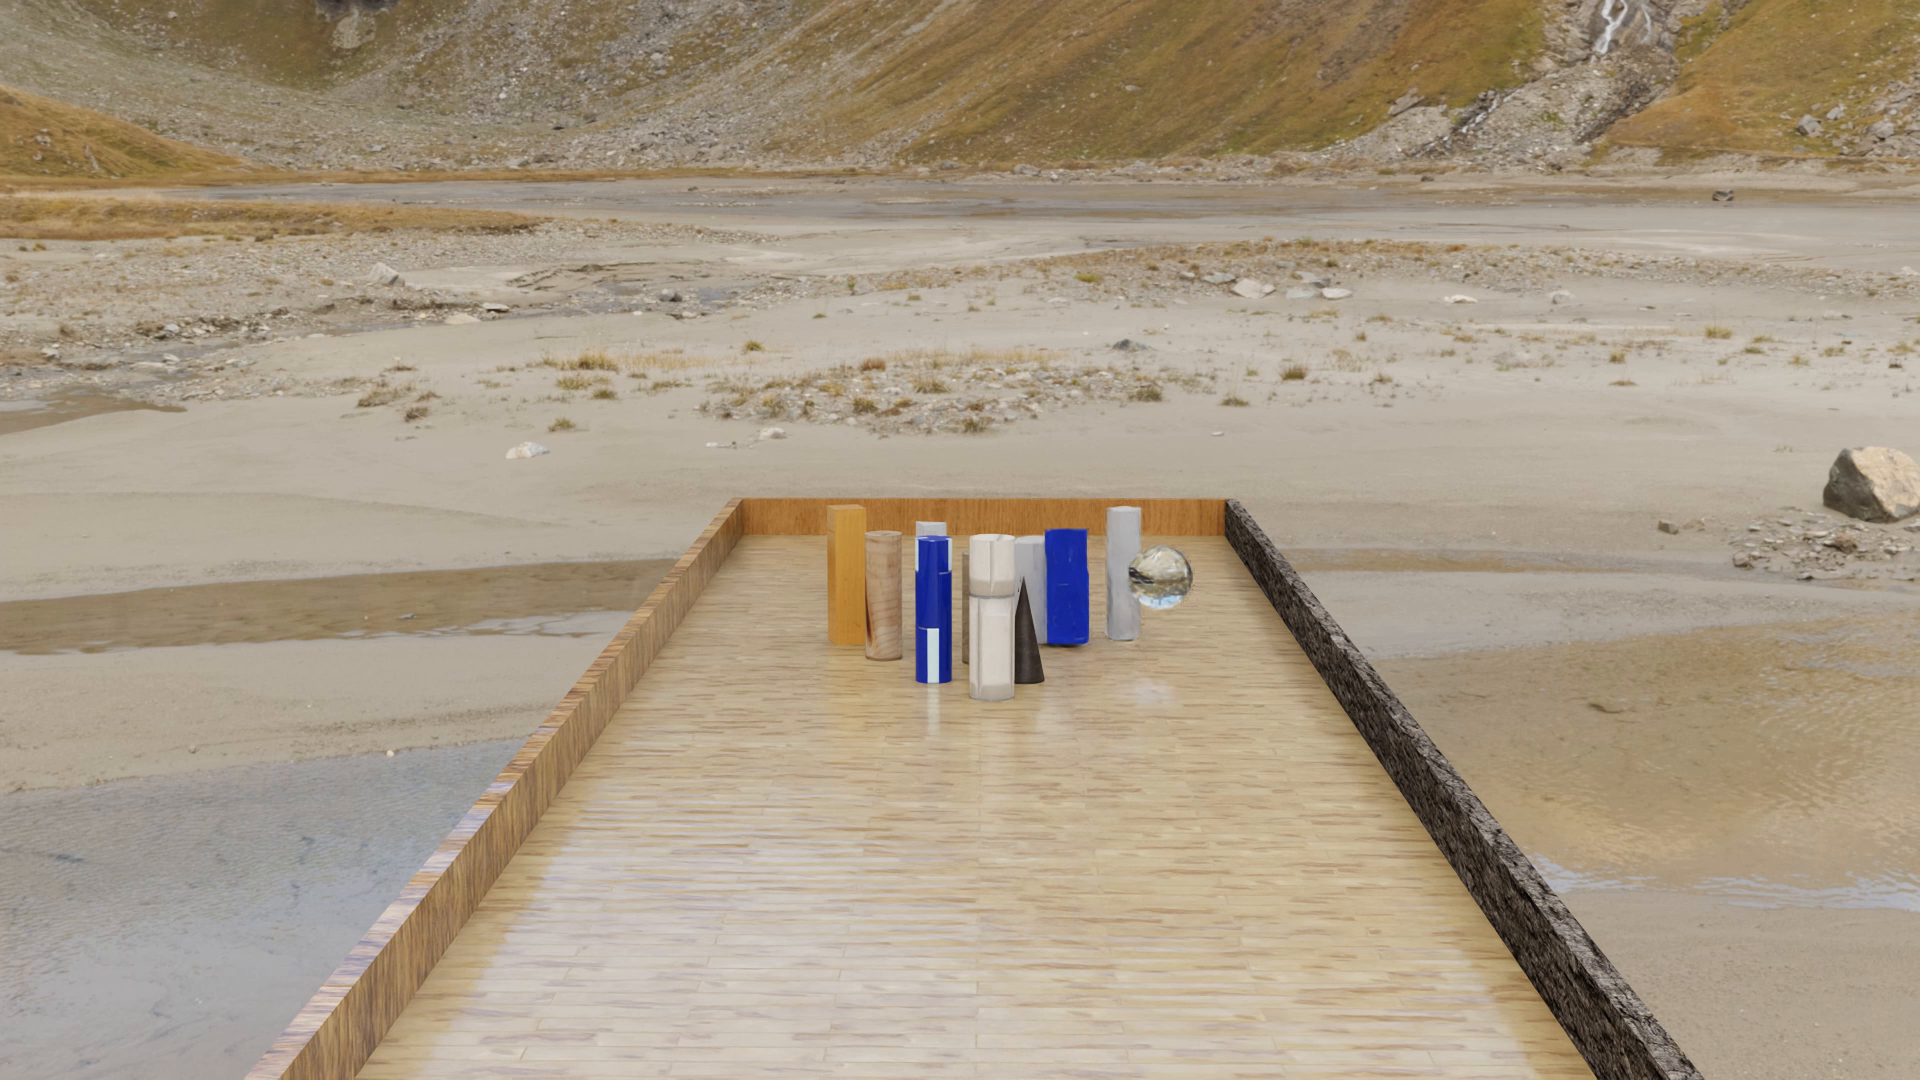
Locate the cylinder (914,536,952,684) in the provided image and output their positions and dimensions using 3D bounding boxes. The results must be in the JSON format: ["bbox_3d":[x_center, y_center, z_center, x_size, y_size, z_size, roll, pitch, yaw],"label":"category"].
[{"bbox_3d":[-0.077,0.202,6.399,0.107,0.419,0.107,0,9,0],"label":"cylinder"}]

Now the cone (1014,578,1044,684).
[{"bbox_3d":[0.185,0.255,6.407,0.127,0.311,0.127,0,9,0],"label":"cone"}]

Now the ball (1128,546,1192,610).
[{"bbox_3d":[0.627,0.117,6.884,0.201,0.201,0.201,0,9,0],"label":"ball"}]

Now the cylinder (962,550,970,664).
[{"bbox_3d":[0.081,0.203,6.658,0.151,0.335,0.151,0,9,0],"label":"cylinder"}]

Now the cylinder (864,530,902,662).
[{"bbox_3d":[-0.233,0.170,6.706,0.114,0.385,0.114,0,9,0],"label":"cylinder"}]

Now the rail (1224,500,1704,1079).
[{"bbox_3d":[1.046,0.843,3.208,0.050,0.150,12.000,0,9,1],"label":"rail"}]

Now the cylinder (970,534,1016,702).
[{"bbox_3d":[0.090,0.218,6.183,0.128,0.455,0.128,0,9,0],"label":"cylinder"}]

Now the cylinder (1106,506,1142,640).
[{"bbox_3d":[0.523,0.105,7.023,0.114,0.413,0.114,0,8,0],"label":"cylinder"}]

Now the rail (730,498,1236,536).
[{"bbox_3d":[0.099,-0.098,9.147,2.100,0.150,0.050,0,9,1],"label":"rail"}]

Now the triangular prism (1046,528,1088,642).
[{"bbox_3d":[0.344,0.142,6.909,0.129,0.352,0.111,-1,2,11],"label":"triangular prism"}]

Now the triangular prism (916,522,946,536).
[{"bbox_3d":[-0.107,0.136,6.923,0.084,0.384,0.097,8,12,43],"label":"triangular prism"}]

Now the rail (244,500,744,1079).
[{"bbox_3d":[-1.004,0.839,3.234,0.050,0.150,12.000,0,9,1],"label":"rail"}]

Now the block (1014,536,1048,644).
[{"bbox_3d":[0.237,0.157,6.981,0.162,0.317,0.162,-8,9,-42],"label":"block"}]

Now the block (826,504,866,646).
[{"bbox_3d":[-0.357,0.109,6.947,0.101,0.431,0.101,-3,9,-18],"label":"block"}]
